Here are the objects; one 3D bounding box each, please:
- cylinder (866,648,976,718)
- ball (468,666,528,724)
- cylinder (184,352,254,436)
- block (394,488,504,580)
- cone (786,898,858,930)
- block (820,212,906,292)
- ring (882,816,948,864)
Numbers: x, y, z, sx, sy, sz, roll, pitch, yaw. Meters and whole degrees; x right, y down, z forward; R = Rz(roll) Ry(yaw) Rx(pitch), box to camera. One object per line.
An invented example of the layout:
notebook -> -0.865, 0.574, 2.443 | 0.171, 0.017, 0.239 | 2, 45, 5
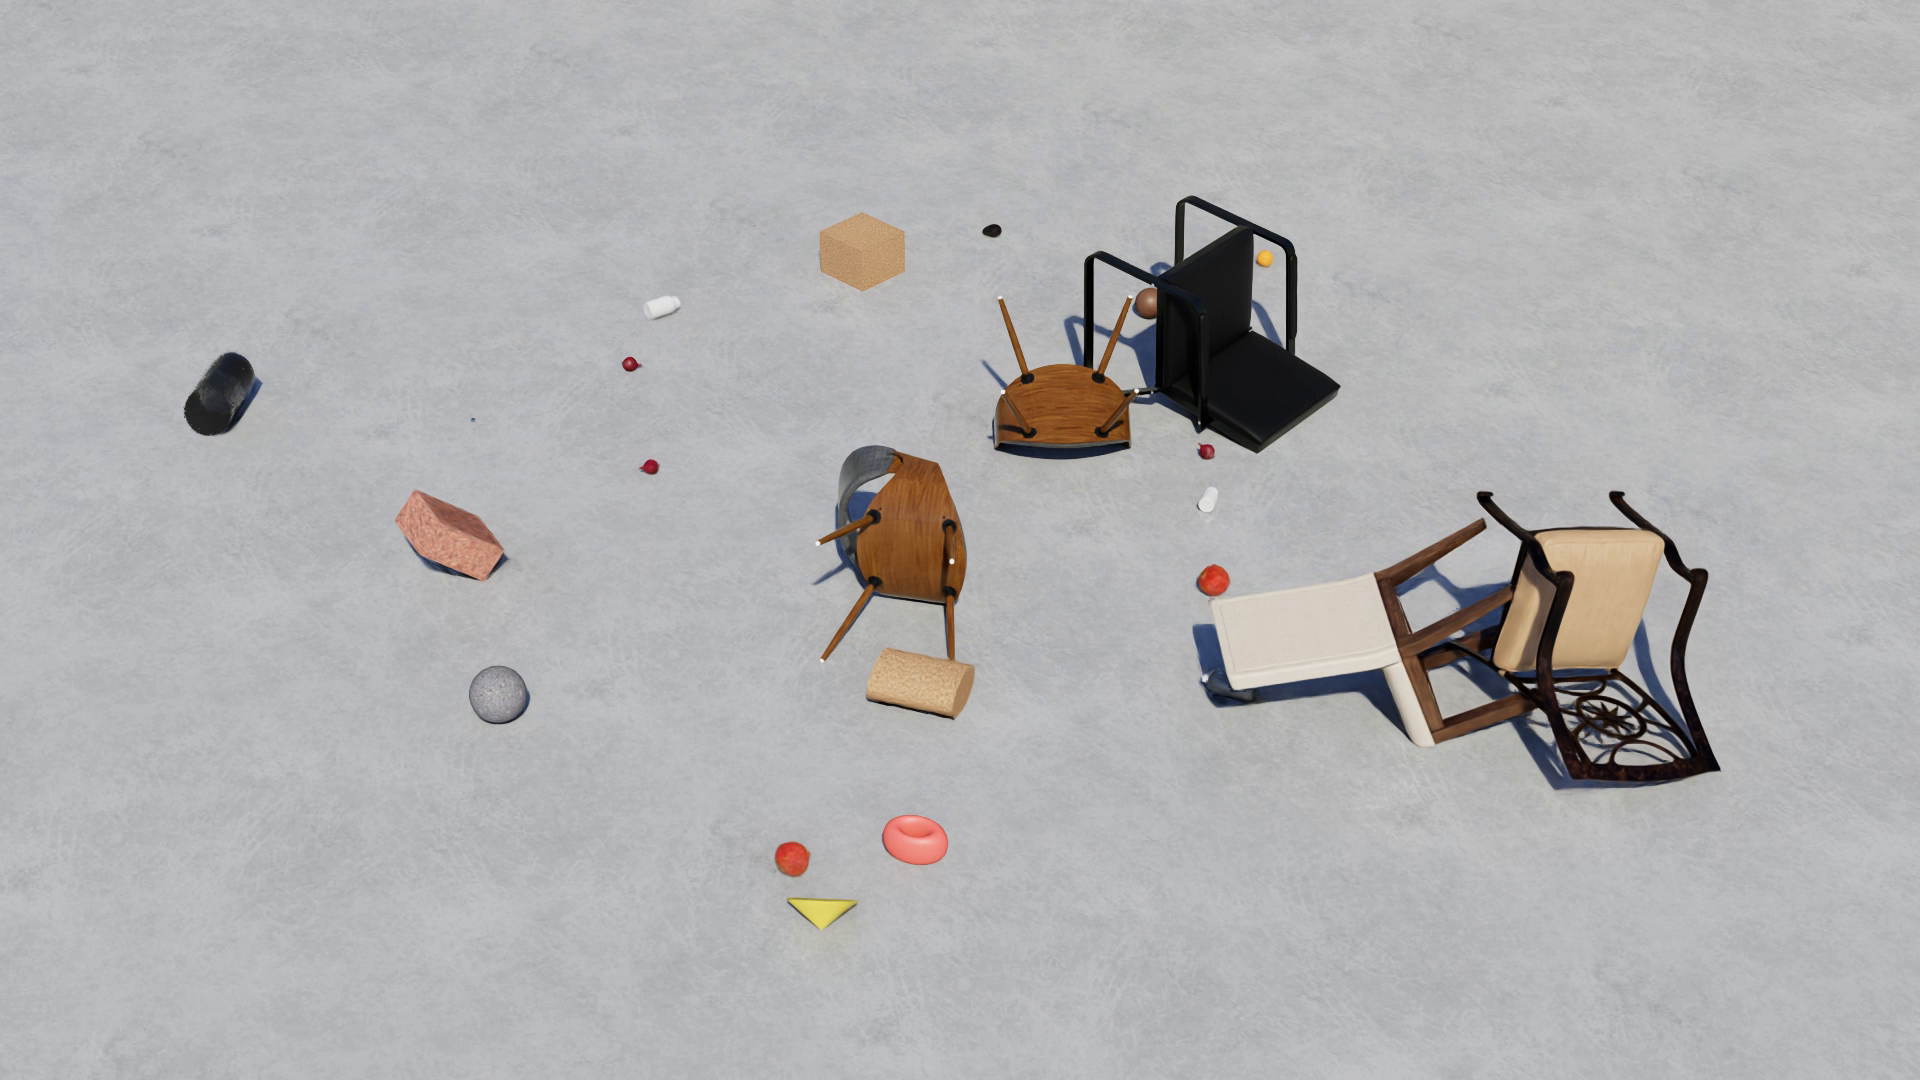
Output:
cylinder -> -0.133, 0.489, 10.074 | 0.312, 0.141, 0.235 | 11, 37, 16
ball -> -1.571, 0.524, 9.970 | 0.196, 0.196, 0.196 | 0, 33, 0
cylinder -> -2.933, -0.579, 11.618 | 0.182, 0.235, 0.274 | 27, 33, -9
block -> -1.862, -0.017, 10.696 | 0.301, 0.142, 0.258 | 26, 12, -42
cone -> -0.428, 1.166, 9.108 | 0.223, 0.094, 0.233 | 0, -6, 15
block -> -0.421, -1.245, 12.658 | 0.262, 0.194, 0.255 | 28, 43, 36
ring -> -0.143, 0.960, 9.388 | 0.217, 0.111, 0.150 | 12, 38, 14
